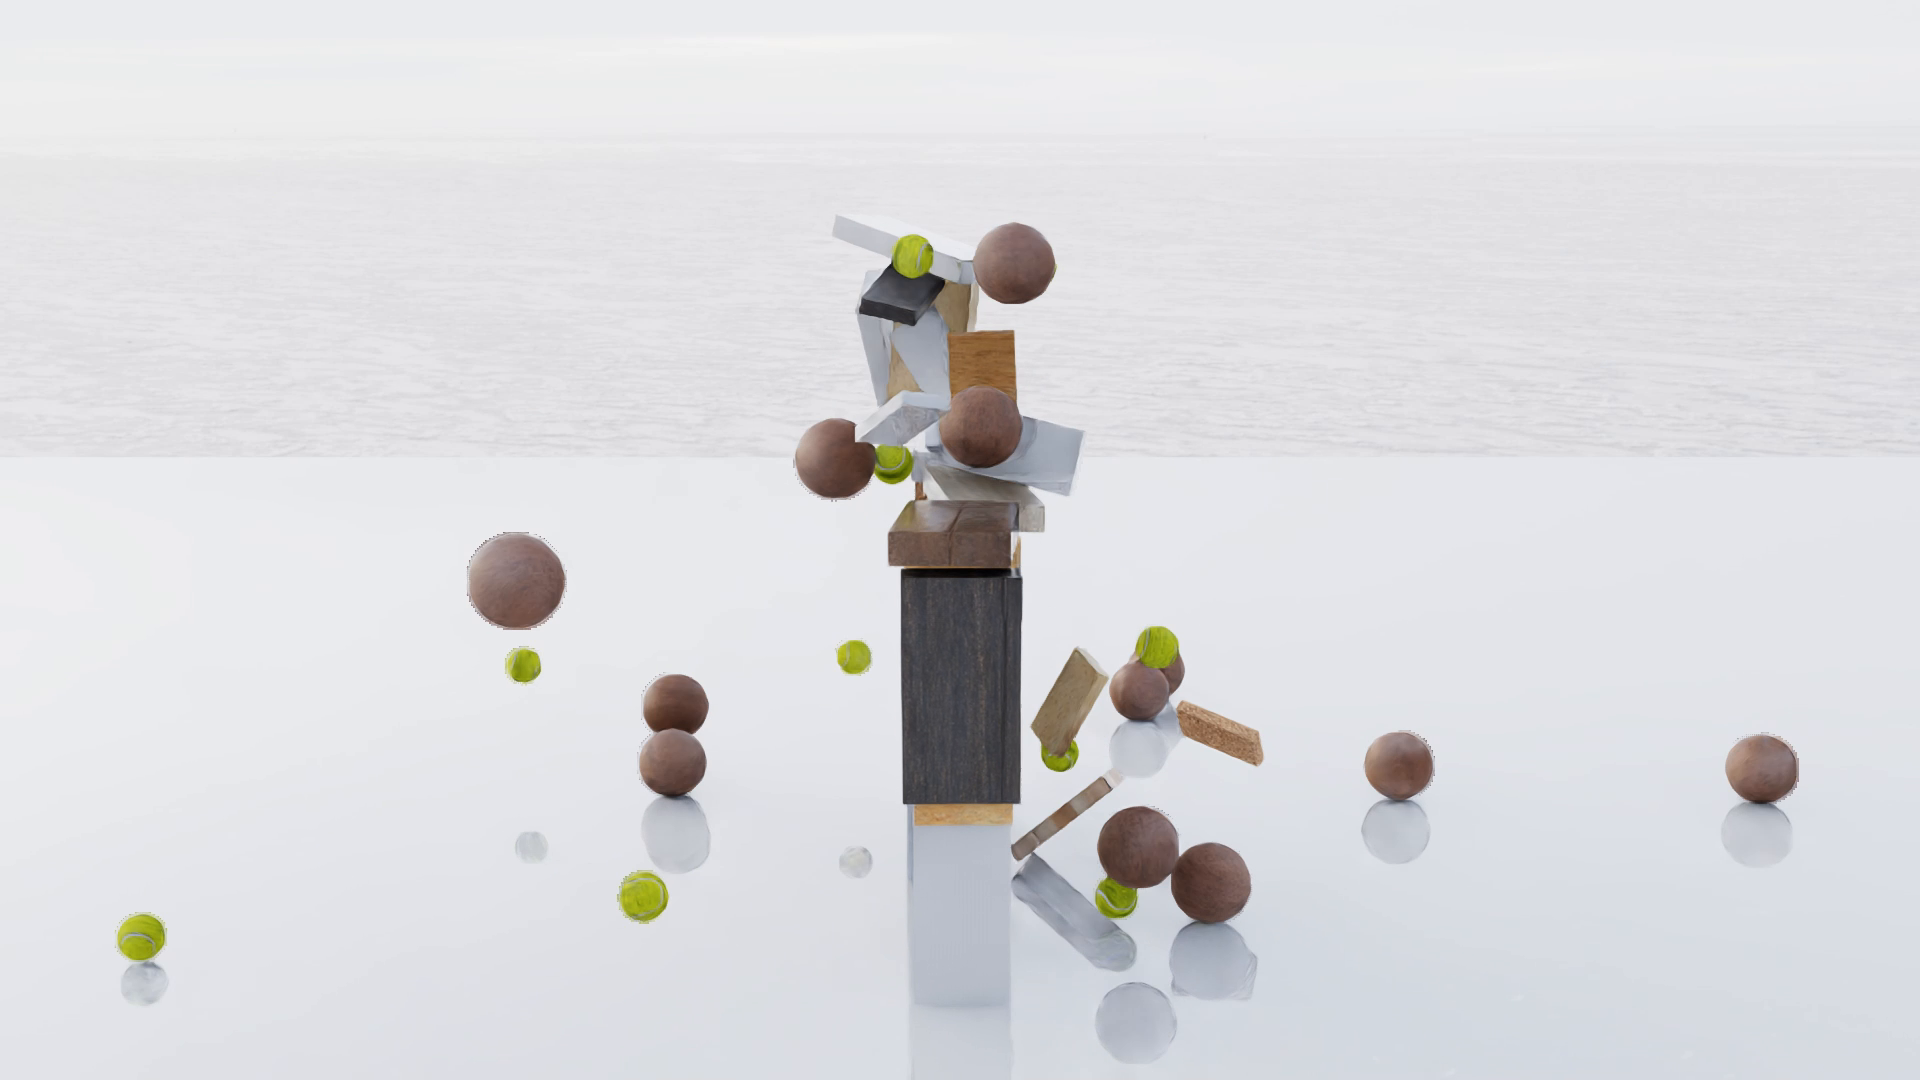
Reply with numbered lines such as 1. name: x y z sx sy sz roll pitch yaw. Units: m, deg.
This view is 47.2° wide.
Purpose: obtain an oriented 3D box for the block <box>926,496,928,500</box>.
1. block: 0.012 0.078 3.600 0.144 0.289 0.041 2 6 -11

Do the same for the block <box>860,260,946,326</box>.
1. block: -0.094 -0.410 3.644 0.094 0.027 0.187 14 29 9

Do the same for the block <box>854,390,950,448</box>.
1. block: -0.087 -0.181 3.296 0.078 0.022 0.156 7 -21 -29

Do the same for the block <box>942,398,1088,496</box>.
1. block: 0.086 -0.148 3.498 0.213 0.107 0.030 15 9 11

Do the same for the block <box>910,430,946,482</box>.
1. block: 0.003 -0.145 3.789 0.157 0.044 0.313 1 11 2

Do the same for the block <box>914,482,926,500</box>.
1. block: 0.001 0.052 3.710 0.157 0.313 0.044 1 9 0

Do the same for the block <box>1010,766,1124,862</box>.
1. block: 0.185 0.475 3.811 0.213 0.030 0.107 -39 -8 14

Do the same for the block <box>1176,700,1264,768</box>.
1. block: 0.452 0.336 3.822 0.156 0.078 0.022 21 57 33

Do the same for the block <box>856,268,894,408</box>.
1. block: -0.129 -0.327 3.900 0.039 0.274 0.137 -5 36 11

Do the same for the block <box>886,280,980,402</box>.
1. block: -0.047 -0.334 3.800 0.137 0.274 0.039 9 8 21

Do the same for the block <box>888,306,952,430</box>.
1. block: -0.028 -0.281 3.657 0.094 0.215 0.027 -32 -22 3

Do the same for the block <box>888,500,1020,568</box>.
1. block: -0.004 -0.012 3.161 0.167 0.047 0.334 1 8 4

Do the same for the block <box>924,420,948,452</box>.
1. block: -0.013 -0.242 3.674 0.094 0.187 0.027 -8 -22 12

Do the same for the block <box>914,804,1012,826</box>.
1. block: 0.003 0.360 3.263 0.140 0.040 0.280 0 11 -1

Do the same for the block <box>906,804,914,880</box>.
1. block: -0.009 0.416 3.730 0.159 0.318 0.045 0 11 -4

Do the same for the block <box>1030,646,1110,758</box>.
1. block: 0.170 0.253 3.428 0.022 0.156 0.078 14 23 -36

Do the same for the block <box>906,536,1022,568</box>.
1. block: 0.003 0.160 3.308 0.167 0.334 0.047 2 5 9

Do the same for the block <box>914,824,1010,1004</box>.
1. block: 0.003 0.535 3.198 0.140 0.280 0.040 0 10 0

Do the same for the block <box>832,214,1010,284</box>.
1. block: -0.067 -0.493 3.714 0.274 0.039 0.137 24 19 30

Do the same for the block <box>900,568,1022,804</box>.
1. block: 0.001 0.206 3.078 0.167 0.334 0.047 0 16 -1

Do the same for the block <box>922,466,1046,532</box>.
1. block: 0.035 -0.067 3.482 0.144 0.041 0.289 1 14 -10

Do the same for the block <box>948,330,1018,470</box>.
1. block: 0.039 -0.226 3.548 0.107 0.222 0.030 -3 18 -1
